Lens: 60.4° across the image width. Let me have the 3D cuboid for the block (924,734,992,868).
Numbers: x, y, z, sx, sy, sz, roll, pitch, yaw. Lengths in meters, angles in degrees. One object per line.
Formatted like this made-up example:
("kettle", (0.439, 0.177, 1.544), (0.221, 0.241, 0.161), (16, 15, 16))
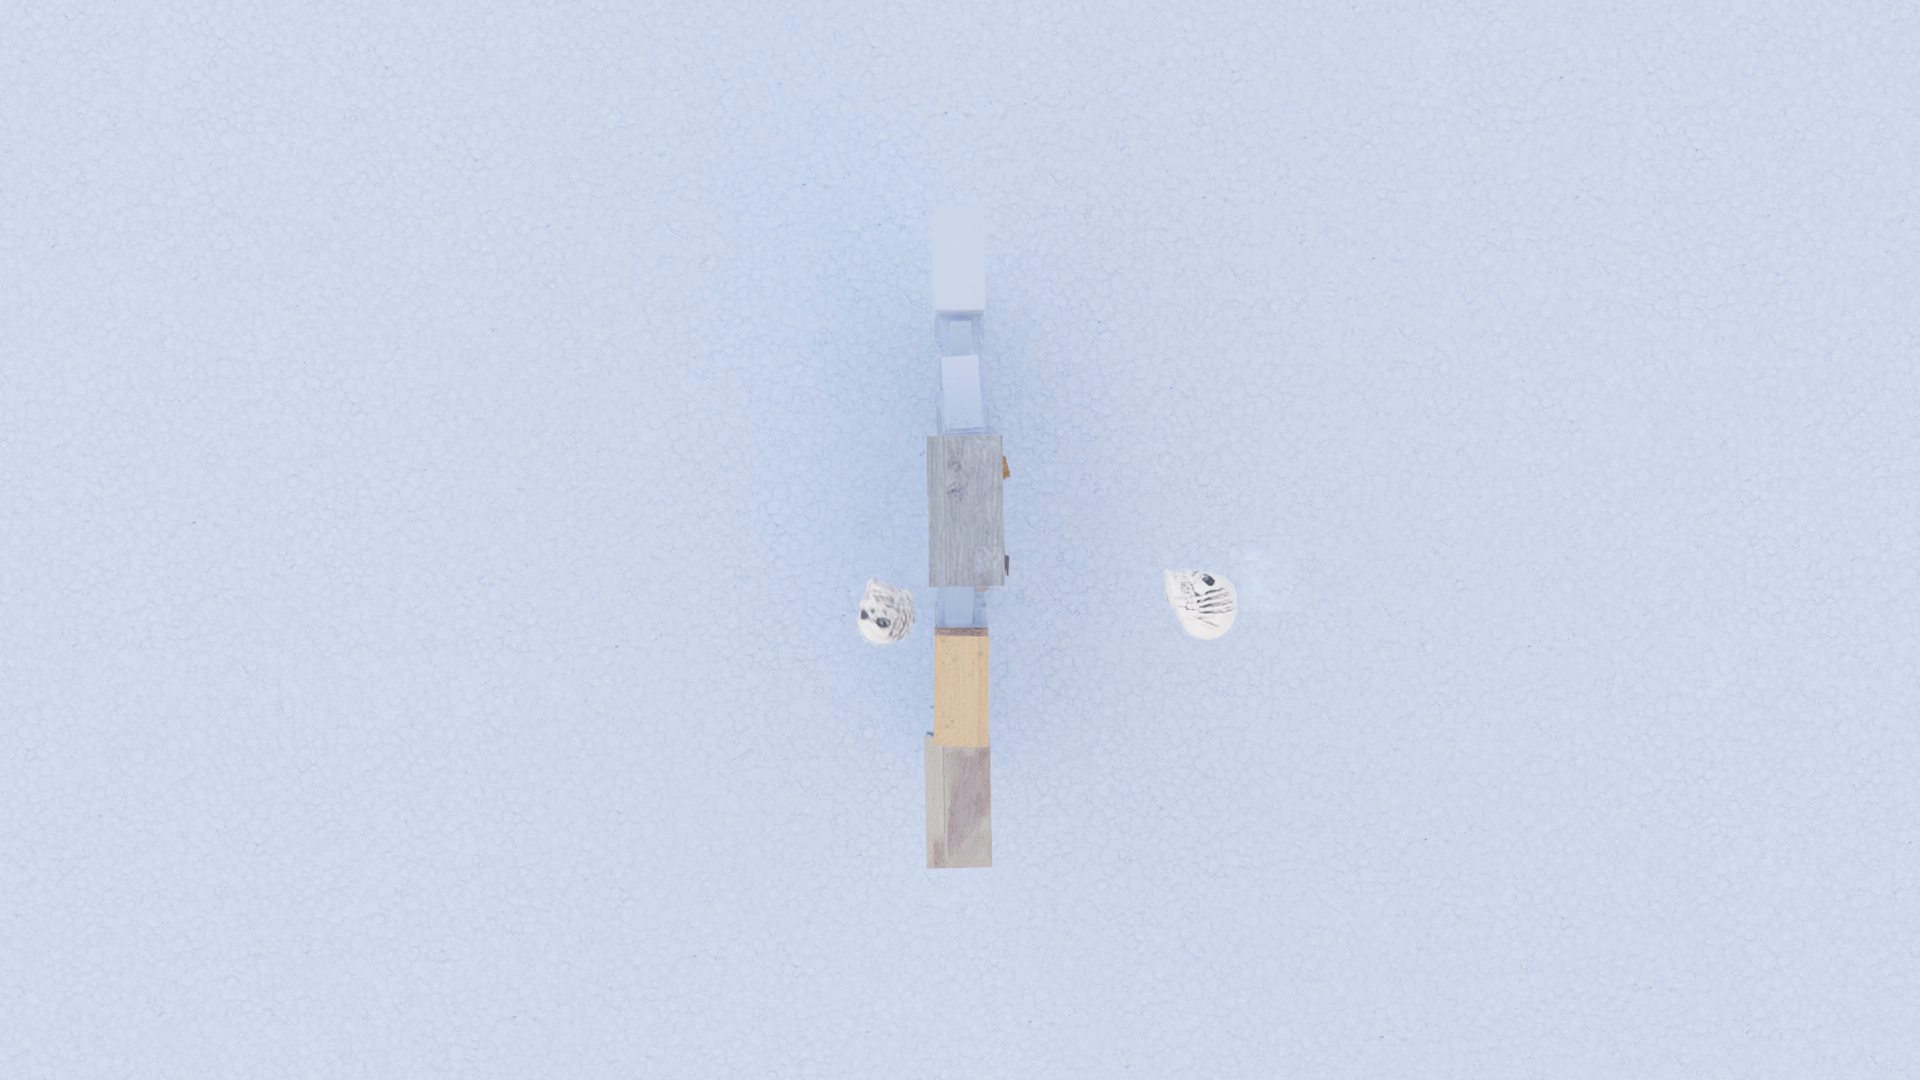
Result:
("block", (-0.004, 0.661, 4.182), (0.166, 0.047, 0.333), (-1, 90, 0))

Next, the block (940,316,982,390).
("block", (0.003, -0.513, 4.394), (0.109, 0.031, 0.219), (-1, 90, 0))

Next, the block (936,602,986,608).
("block", (0.002, 0.353, 5.162), (0.158, 0.045, 0.316), (0, 90, 0))

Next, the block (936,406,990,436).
("block", (0.009, -0.240, 4.908), (0.155, 0.044, 0.310), (0, 90, -1))

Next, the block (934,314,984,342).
("block", (-0.002, -0.737, 4.891), (0.145, 0.041, 0.291), (0, 90, 0))

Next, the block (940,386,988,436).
("block", (0.014, -0.273, 4.262), (0.118, 0.034, 0.237), (-3, 91, -1))

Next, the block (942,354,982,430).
("block", (0.005, -0.362, 4.055), (0.089, 0.025, 0.178), (-4, 89, 0))

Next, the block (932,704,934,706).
("block", (-0.002, 0.575, 5.321), (0.179, 0.357, 0.051), (0, 90, 0))

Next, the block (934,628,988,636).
("block", (0.003, 0.364, 4.239), (0.138, 0.039, 0.275), (0, 90, 0))

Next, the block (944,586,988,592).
("block", (0.019, 0.017, 4.274), (0.115, 0.033, 0.229), (2, 92, -2))

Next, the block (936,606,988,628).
("block", (0.006, 0.326, 4.555), (0.141, 0.040, 0.283), (-1, 90, 0))

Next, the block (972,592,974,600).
("block", (0.001, 0.135, 4.314), (0.066, 0.132, 0.019), (3, 103, 0))

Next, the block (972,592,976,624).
("block", (0.006, 0.156, 4.390), (0.067, 0.019, 0.134), (2, 90, 0))

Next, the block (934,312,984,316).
("block", (-0.002, -0.613, 4.251), (0.128, 0.256, 0.036), (-1, 90, 0))

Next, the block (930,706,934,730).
("block", (-0.003, 0.694, 5.117), (0.179, 0.051, 0.357), (0, 90, 0))

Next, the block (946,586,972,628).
("block", (-0.001, 0.160, 4.238), (0.066, 0.019, 0.132), (0, 91, 0))

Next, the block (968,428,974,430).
("block", (0.008, -0.298, 4.155), (0.089, 0.178, 0.025), (-3, 89, -1))

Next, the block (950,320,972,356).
("block", (0.002, -0.511, 4.264), (0.054, 0.015, 0.107), (-1, 90, 0))

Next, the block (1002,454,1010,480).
("block", (0.023, -0.169, 4.071), (0.176, 0.352, 0.050), (-16, 97, 0))

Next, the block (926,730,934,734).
("block", (-0.008, 0.549, 4.372), (0.166, 0.333, 0.047), (-1, 91, 0))

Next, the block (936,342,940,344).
("block", (-0.002, -0.640, 5.057), (0.145, 0.291, 0.041), (0, 90, 0))

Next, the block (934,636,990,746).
("block", (0.004, 0.360, 3.939), (0.131, 0.037, 0.262), (1, 90, 0))

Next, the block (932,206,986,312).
("block", (-0.002, -0.698, 4.105), (0.128, 0.036, 0.256), (-1, 90, 0))

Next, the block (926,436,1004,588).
("block", (0.013, -0.067, 3.869), (0.176, 0.050, 0.352), (-1, 91, -1))

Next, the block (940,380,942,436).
("block", (0.000, -0.399, 4.644), (0.113, 0.032, 0.226), (-1, 90, 0))

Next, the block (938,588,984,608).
("block", (0.003, 0.063, 4.896), (0.141, 0.040, 0.283), (0, 90, -1))

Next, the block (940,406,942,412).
("block", (0.009, -0.358, 4.455), (0.118, 0.347, 0.034), (2, 90, 0))

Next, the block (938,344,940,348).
("block", (-0.003, -0.743, 5.221), (0.131, 0.037, 0.261), (0, 90, 0))

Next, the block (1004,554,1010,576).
("block", (0.023, 0.063, 4.078), (0.176, 0.360, 0.050), (2, 88, -2))
